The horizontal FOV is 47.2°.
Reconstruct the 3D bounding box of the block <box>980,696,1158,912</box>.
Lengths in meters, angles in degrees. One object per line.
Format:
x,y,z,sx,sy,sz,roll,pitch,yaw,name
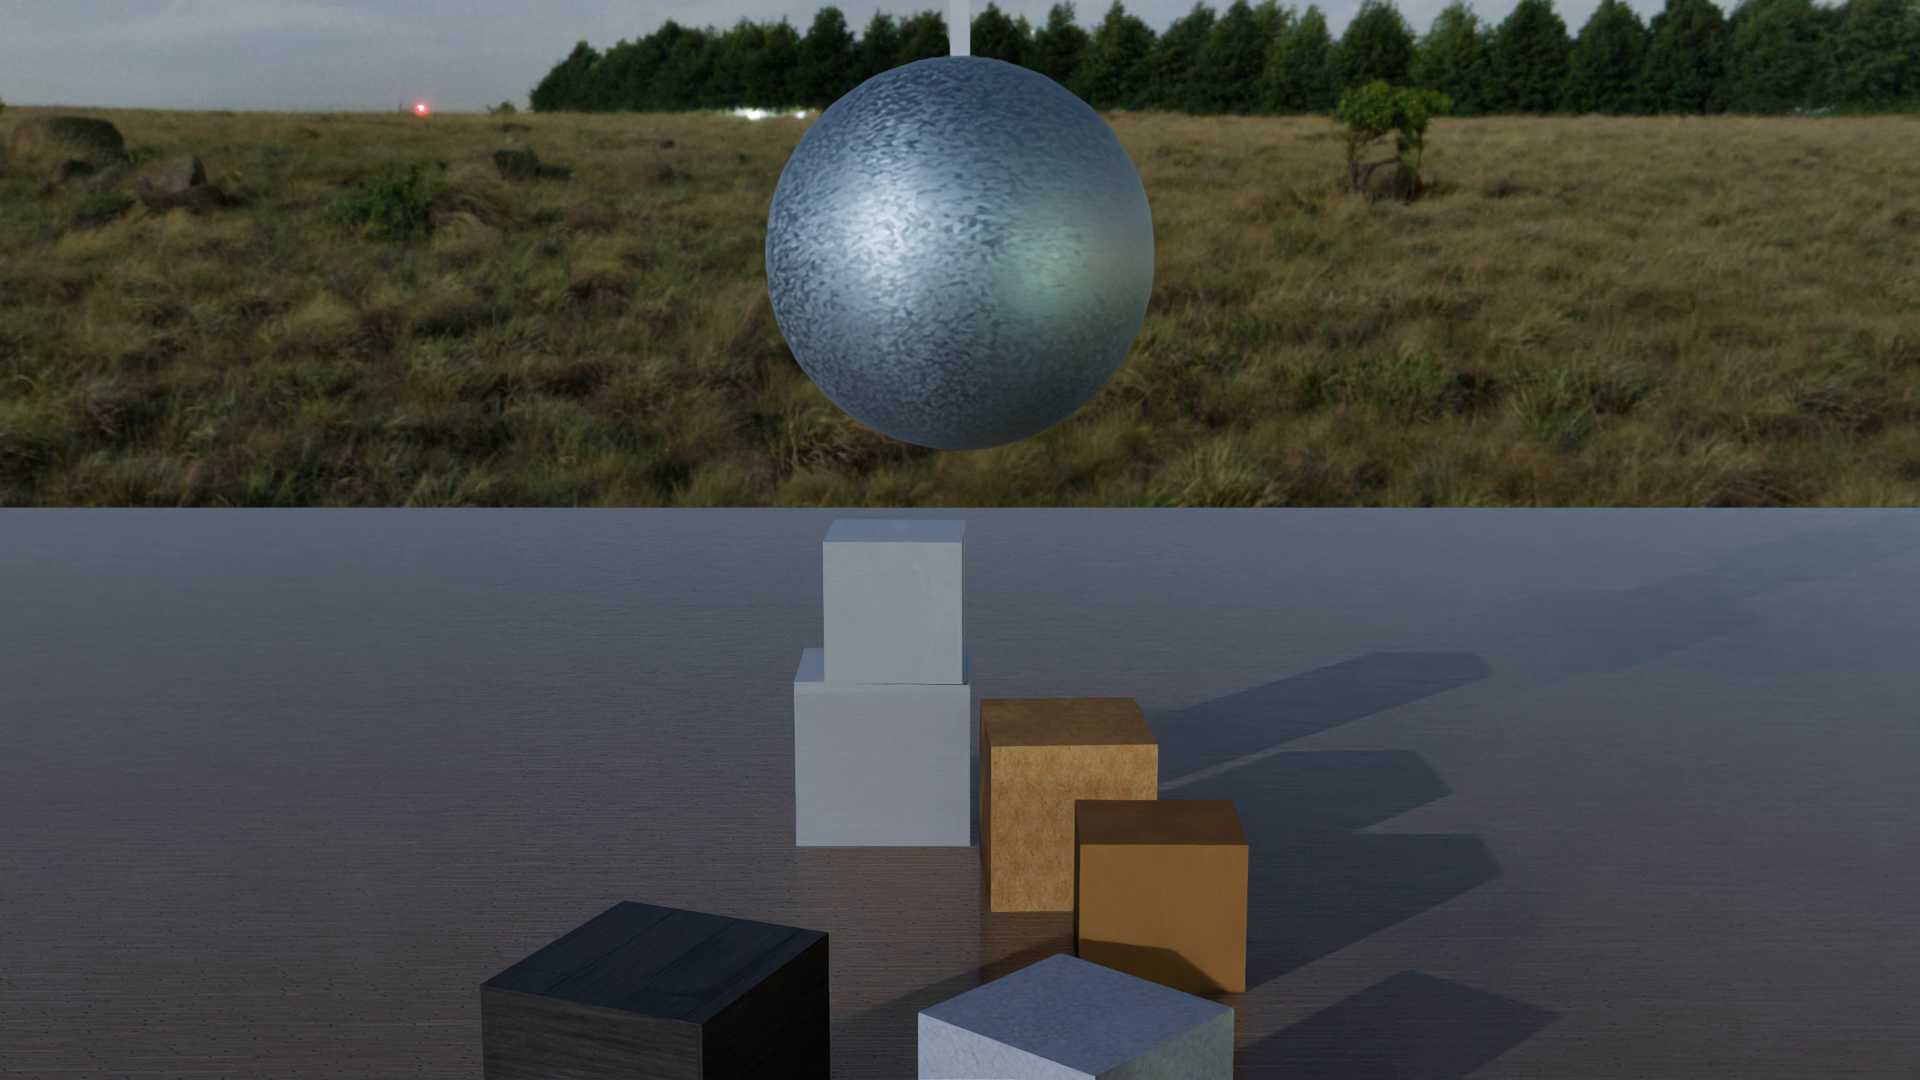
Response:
0.500,1.246,10.507,0.763,0.789,0.868,-1,10,-3,block

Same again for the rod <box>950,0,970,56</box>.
0.000,-4.533,9.513,0.080,5.200,0.080,0,-8,0,rod

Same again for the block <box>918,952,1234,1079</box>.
0.383,1.883,7.283,0.744,0.689,0.728,9,14,42,block

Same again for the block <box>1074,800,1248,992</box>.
0.848,1.516,9.439,0.695,0.639,0.627,0,10,1,block

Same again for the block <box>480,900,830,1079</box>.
-1.016,1.796,7.511,0.832,0.778,0.884,4,11,23,block

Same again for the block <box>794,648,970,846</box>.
-0.387,1.058,11.367,0.875,0.851,0.739,0,10,0,block

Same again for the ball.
0.000,-1.169,9.021,1.600,1.600,1.600,0,10,0,ball

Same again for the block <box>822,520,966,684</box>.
-0.322,0.303,11.150,0.682,0.712,0.644,0,10,2,block
